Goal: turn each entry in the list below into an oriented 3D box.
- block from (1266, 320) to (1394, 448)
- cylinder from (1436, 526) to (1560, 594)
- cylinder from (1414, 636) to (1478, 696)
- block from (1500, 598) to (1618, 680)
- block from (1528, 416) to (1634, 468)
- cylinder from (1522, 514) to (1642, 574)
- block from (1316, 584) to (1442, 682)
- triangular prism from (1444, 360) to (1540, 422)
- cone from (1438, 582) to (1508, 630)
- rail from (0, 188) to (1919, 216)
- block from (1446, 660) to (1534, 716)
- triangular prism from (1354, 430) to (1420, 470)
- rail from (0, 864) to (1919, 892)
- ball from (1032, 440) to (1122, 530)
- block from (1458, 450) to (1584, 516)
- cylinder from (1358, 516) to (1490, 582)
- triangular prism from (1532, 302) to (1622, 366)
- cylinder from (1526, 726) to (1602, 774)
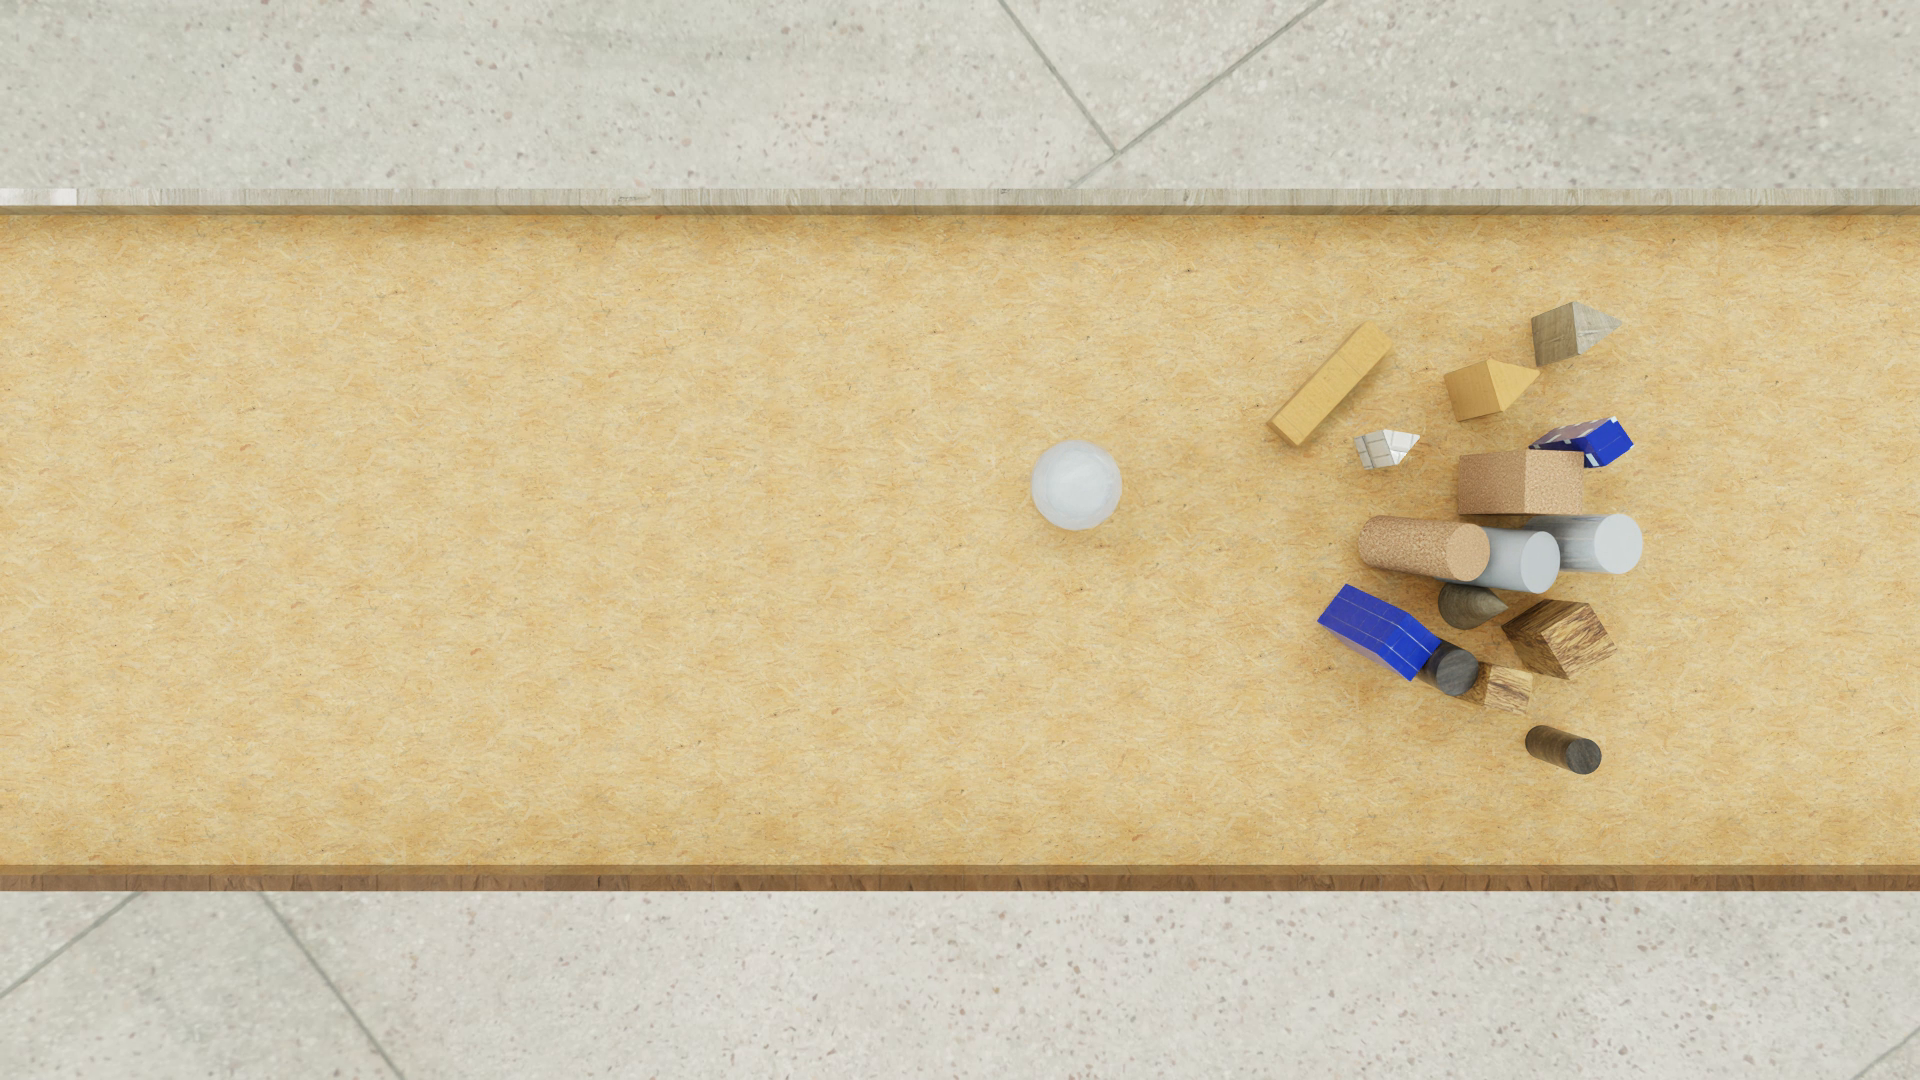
[{"bbox_3d":[1.125,-0.475,5.023,0.107,0.107,0.424,44,90,0],"label":"block"},{"bbox_3d":[1.576,0.052,4.886,0.179,0.340,0.179,-4,96,-34],"label":"cylinder"},{"bbox_3d":[1.369,0.342,4.878,0.137,0.372,0.137,-3,102,-15],"label":"cylinder"},{"bbox_3d":[1.776,0.292,4.900,0.162,0.352,0.162,-32,90,0],"label":"block"},{"bbox_3d":[1.819,-0.276,4.847,0.100,0.459,0.100,-34,90,0],"label":"block"},{"bbox_3d":[1.838,0.010,4.893,0.173,0.328,0.173,0,91,-19],"label":"cylinder"},{"bbox_3d":[1.235,0.269,4.880,0.147,0.365,0.147,38,90,-20],"label":"block"},{"bbox_3d":[1.538,-0.464,4.869,0.132,0.416,0.152,44,90,0],"label":"triangular prism"},{"bbox_3d":[1.555,0.193,4.871,0.167,0.410,0.167,0,90,0],"label":"cone"},{"bbox_3d":[-2.247,-1.025,5.002,12.000,0.150,0.050,0,90,0],"label":"rail"},{"bbox_3d":[1.561,0.427,4.883,0.122,0.388,0.122,12,90,0],"label":"block"},{"bbox_3d":[1.247,-0.286,4.898,0.091,0.357,0.106,40,90,0],"label":"triangular prism"},{"bbox_3d":[-2.247,1.025,5.001,12.000,0.150,0.050,0,90,0],"label":"rail"},{"bbox_3d":[0.350,-0.164,4.940,0.272,0.272,0.272,0,90,0],"label":"ball"},{"bbox_3d":[1.649,-0.165,4.868,0.179,0.391,0.179,2,90,-11],"label":"block"},{"bbox_3d":[1.366,0.021,4.871,0.165,0.377,0.165,-2,96,-26],"label":"cylinder"},{"bbox_3d":[1.800,-0.632,4.904,0.153,0.345,0.133,-36,90,0],"label":"triangular prism"},{"bbox_3d":[1.792,0.622,4.908,0.105,0.337,0.105,0,90,0],"label":"cylinder"}]
